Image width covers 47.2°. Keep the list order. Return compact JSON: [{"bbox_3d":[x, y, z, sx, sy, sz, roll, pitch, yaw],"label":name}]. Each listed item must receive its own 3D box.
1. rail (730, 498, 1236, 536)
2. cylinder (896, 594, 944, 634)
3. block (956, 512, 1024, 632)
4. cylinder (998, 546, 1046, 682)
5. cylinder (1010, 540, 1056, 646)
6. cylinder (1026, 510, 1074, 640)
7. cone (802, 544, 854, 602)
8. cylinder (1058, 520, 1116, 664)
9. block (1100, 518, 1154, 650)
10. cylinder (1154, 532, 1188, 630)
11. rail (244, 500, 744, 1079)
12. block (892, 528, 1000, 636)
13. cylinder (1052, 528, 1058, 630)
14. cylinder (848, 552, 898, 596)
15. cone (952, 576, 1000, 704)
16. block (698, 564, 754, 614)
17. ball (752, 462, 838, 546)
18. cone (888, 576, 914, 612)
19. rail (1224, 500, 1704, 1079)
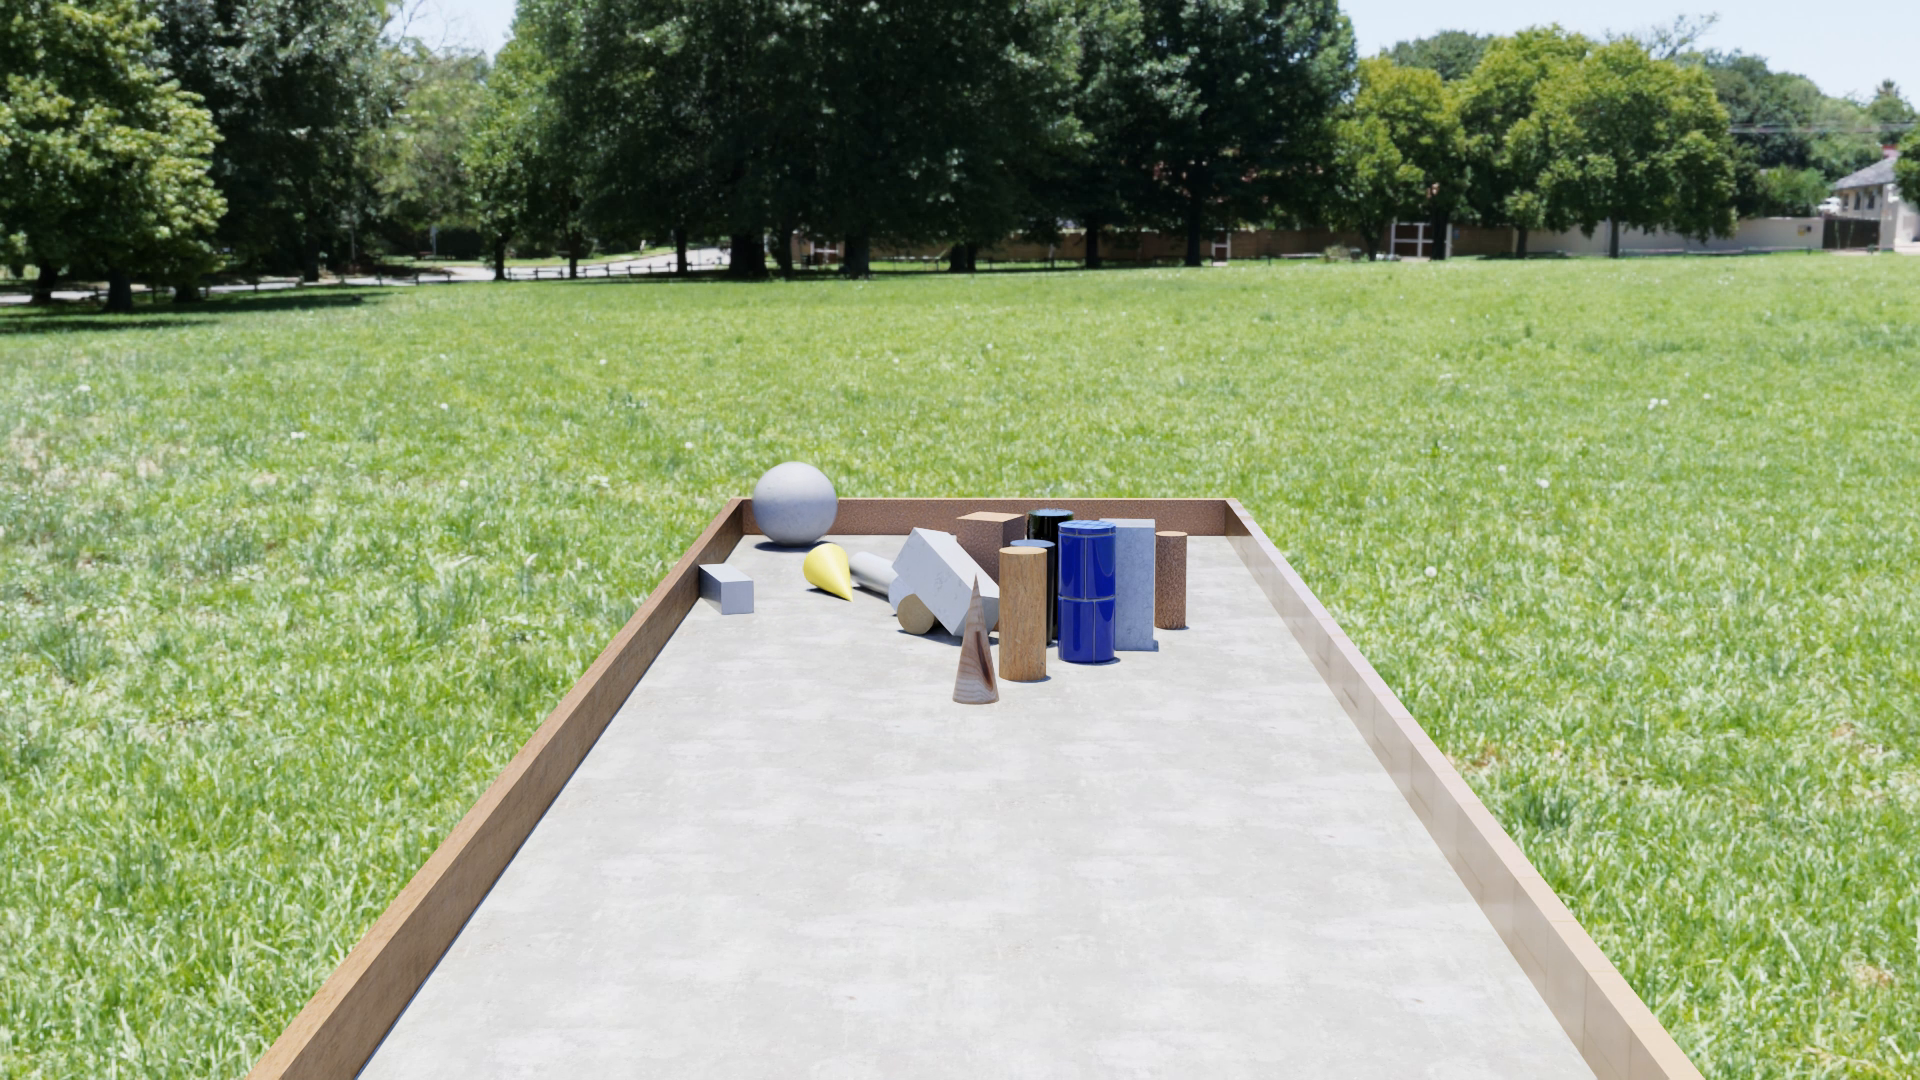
[{"bbox_3d":[0.099,-0.098,9.147,2.100,0.150,0.050,0,9,1],"label":"rail"},{"bbox_3d":[-0.061,0.210,7.257,0.133,0.133,0.406,4,10,23],"label":"cylinder"},{"bbox_3d":[0.100,0.102,7.215,0.168,0.361,0.168,5,10,26],"label":"block"},{"bbox_3d":[0.184,0.216,6.450,0.139,0.375,0.139,0,9,0],"label":"cylinder"},{"bbox_3d":[0.225,0.167,6.928,0.141,0.317,0.141,1,10,0],"label":"cylinder"},{"bbox_3d":[0.288,0.109,7.052,0.149,0.398,0.149,0,9,0],"label":"cylinder"},{"bbox_3d":[-0.427,0.154,7.771,0.172,0.172,0.305,-4,26,-22],"label":"cone"},{"bbox_3d":[0.386,0.157,6.700,0.176,0.413,0.176,0,9,0],"label":"cylinder"},{"bbox_3d":[0.522,0.137,6.908,0.173,0.386,0.173,1,9,4],"label":"block"},{"bbox_3d":[0.689,0.131,7.197,0.103,0.308,0.103,0,9,0],"label":"cylinder"},{"bbox_3d":[-1.004,0.839,3.234,0.050,0.150,12.000,0,9,1],"label":"rail"},{"bbox_3d":[-0.031,0.138,7.045,0.157,0.157,0.368,9,29,-46],"label":"block"},{"bbox_3d":[0.379,0.126,7.183,0.163,0.323,0.163,0,9,0],"label":"cylinder"},{"bbox_3d":[-0.256,0.132,7.777,0.126,0.126,0.415,-4,10,-26],"label":"cylinder"},{"bbox_3d":[0.044,0.268,6.153,0.134,0.365,0.134,0,9,0],"label":"cone"},{"bbox_3d":[-0.809,0.168,7.593,0.112,0.112,0.359,-3,10,-19],"label":"block"},{"bbox_3d":[-0.665,-0.145,8.829,0.342,0.342,0.342,0,9,0],"label":"ball"},{"bbox_3d":[-0.108,0.192,7.555,0.154,0.154,0.392,3,-2,17],"label":"cone"},{"bbox_3d":[1.046,0.843,3.208,0.050,0.150,12.000,0,9,1],"label":"rail"}]
